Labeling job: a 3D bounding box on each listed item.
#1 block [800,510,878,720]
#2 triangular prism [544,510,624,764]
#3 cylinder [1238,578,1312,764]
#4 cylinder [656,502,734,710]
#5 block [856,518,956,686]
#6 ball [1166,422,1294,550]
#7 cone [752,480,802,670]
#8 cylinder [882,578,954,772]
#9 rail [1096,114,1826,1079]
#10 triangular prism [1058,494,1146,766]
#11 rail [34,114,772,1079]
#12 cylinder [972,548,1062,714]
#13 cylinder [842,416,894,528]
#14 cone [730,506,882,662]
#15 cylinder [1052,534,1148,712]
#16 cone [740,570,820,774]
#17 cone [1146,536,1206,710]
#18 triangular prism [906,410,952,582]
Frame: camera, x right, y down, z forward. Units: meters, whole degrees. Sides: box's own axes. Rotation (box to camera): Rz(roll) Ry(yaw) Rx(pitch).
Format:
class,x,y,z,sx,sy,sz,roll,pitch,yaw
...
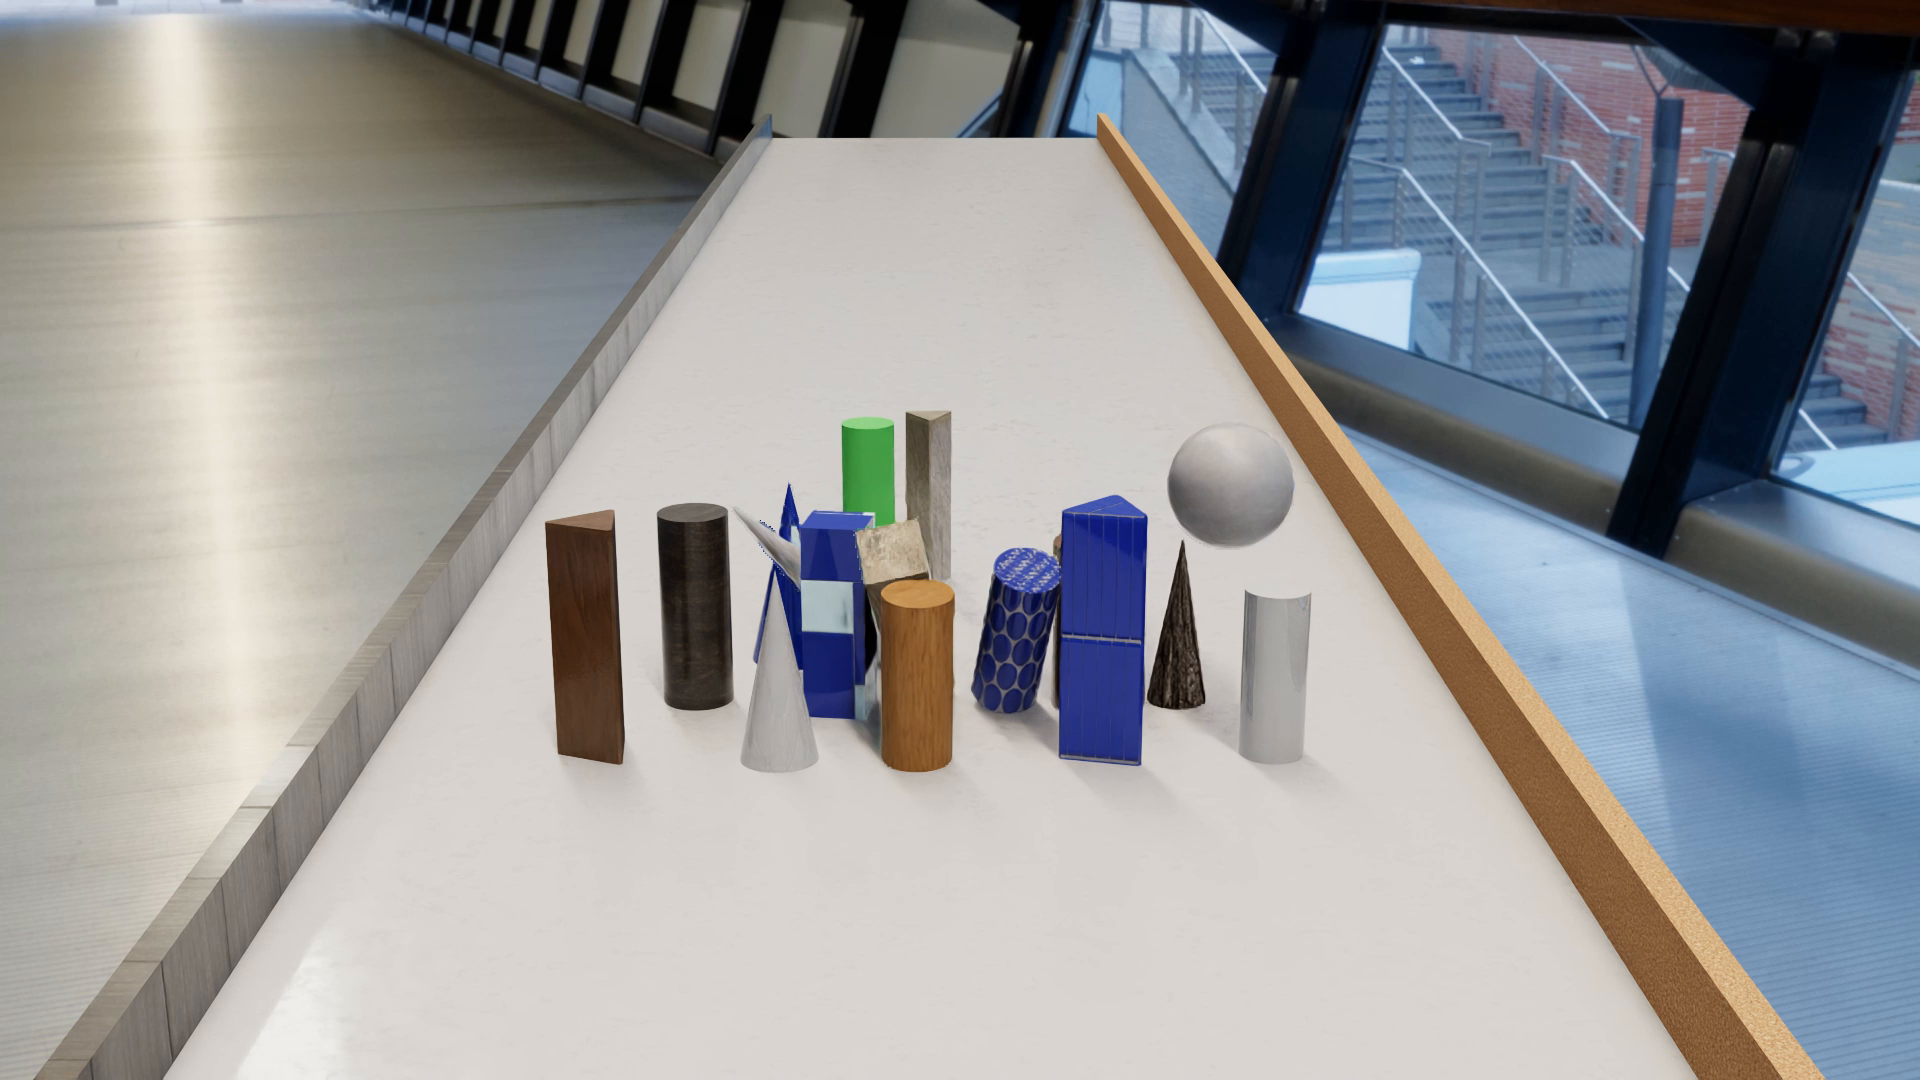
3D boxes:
class,x,y,z,sx,sy,sz,roll,pitch,yaw
block,-0.225,0.140,4.109,0.118,0.368,0.118,2,17,8
triangular prism,-0.638,0.168,3.905,0.132,0.432,0.115,7,18,22
cylinder,0.558,0.233,3.903,0.117,0.309,0.117,0,17,0
cylinder,-0.499,0.126,4.155,0.133,0.370,0.133,0,17,0
block,-0.096,0.131,4.058,0.112,0.436,0.112,-12,59,0
ball,0.503,-0.101,4.086,0.236,0.236,0.236,0,17,0
cone,-0.337,0.059,4.384,0.164,0.368,0.164,0,17,0
cylinder,-0.075,0.237,3.854,0.126,0.316,0.126,1,23,0
rail,0.932,-0.844,7.801,0.050,0.150,12.000,0,17,-1
triangular prism,0.262,0.157,3.897,0.146,0.458,0.126,4,17,13
rail,-1.118,-0.838,7.780,0.050,0.150,12.000,0,17,-1
cylinder,0.104,0.170,4.078,0.126,0.305,0.126,6,40,-5
cylinder,-0.193,-0.046,4.655,0.110,0.414,0.110,0,17,0
cone,-0.299,0.064,4.299,0.131,0.441,0.131,-34,31,23
cylinder,0.263,0.157,4.140,0.177,0.319,0.177,0,17,0
cone,-0.322,0.220,3.871,0.141,0.351,0.141,0,17,0
cone,0.414,0.147,4.152,0.113,0.328,0.113,1,18,0
triangular prism,-0.056,-0.095,4.878,0.086,0.381,0.100,-11,20,-32
